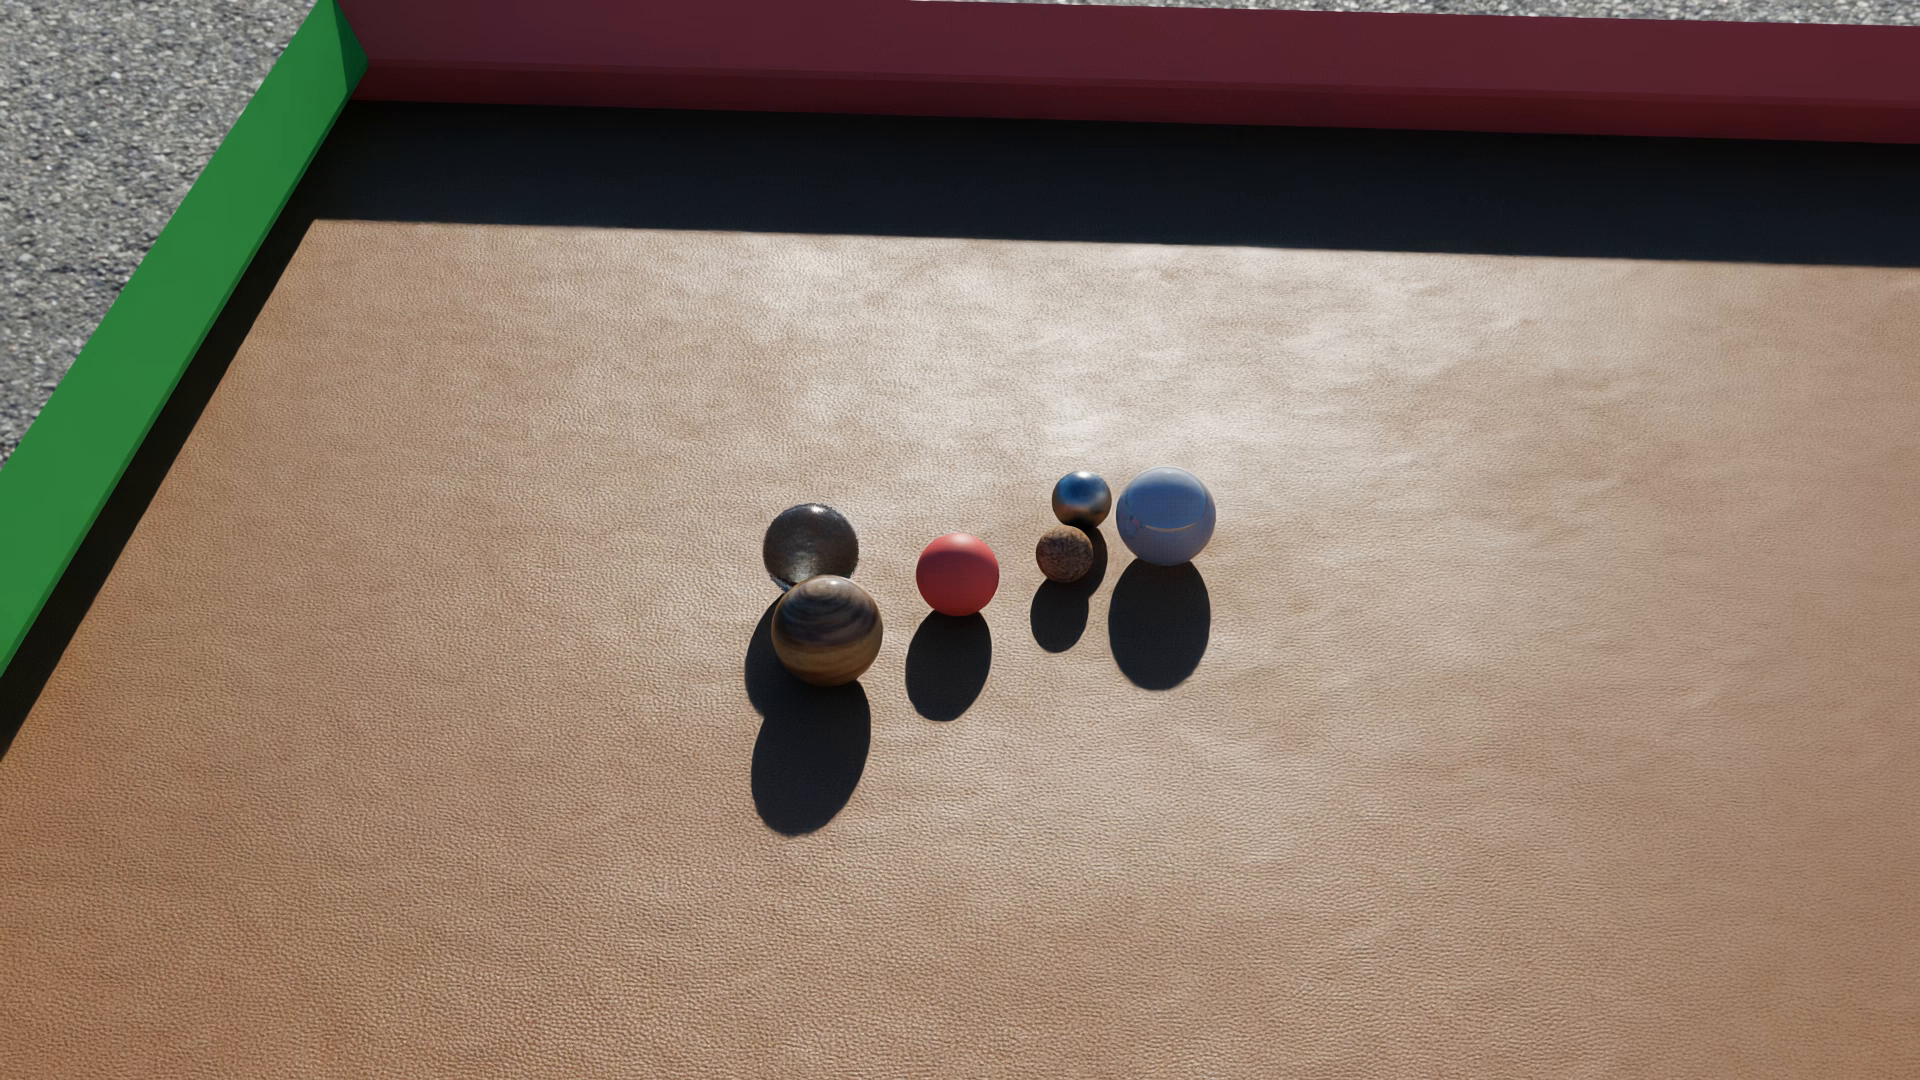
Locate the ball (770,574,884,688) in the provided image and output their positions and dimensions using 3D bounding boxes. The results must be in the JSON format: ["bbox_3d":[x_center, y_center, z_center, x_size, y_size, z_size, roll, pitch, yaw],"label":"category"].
[{"bbox_3d":[-0.094,0.064,1.809,0.079,0.079,0.079,0,35,0],"label":"ball"}]

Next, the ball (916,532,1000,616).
[{"bbox_3d":[-0.002,0.025,1.880,0.061,0.061,0.061,0,35,0],"label":"ball"}]

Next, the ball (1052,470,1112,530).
[{"bbox_3d":[0.094,-0.030,1.973,0.047,0.047,0.047,0,35,0],"label":"ball"}]

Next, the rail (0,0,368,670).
[{"bbox_3d":[-0.656,-0.049,1.933,0.045,0.121,1.581,2,35,3],"label":"rail"}]

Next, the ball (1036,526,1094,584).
[{"bbox_3d":[0.078,0.011,1.917,0.043,0.043,0.043,0,35,0],"label":"ball"}]

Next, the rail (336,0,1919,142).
[{"bbox_3d":[0.729,-0.437,2.490,2.724,0.121,0.045,2,35,3],"label":"rail"}]

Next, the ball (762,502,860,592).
[{"bbox_3d":[-0.110,0.008,1.896,0.072,0.072,0.072,0,35,0],"label":"ball"}]

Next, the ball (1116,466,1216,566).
[{"bbox_3d":[0.155,-0.018,1.930,0.076,0.076,0.076,0,35,0],"label":"ball"}]
